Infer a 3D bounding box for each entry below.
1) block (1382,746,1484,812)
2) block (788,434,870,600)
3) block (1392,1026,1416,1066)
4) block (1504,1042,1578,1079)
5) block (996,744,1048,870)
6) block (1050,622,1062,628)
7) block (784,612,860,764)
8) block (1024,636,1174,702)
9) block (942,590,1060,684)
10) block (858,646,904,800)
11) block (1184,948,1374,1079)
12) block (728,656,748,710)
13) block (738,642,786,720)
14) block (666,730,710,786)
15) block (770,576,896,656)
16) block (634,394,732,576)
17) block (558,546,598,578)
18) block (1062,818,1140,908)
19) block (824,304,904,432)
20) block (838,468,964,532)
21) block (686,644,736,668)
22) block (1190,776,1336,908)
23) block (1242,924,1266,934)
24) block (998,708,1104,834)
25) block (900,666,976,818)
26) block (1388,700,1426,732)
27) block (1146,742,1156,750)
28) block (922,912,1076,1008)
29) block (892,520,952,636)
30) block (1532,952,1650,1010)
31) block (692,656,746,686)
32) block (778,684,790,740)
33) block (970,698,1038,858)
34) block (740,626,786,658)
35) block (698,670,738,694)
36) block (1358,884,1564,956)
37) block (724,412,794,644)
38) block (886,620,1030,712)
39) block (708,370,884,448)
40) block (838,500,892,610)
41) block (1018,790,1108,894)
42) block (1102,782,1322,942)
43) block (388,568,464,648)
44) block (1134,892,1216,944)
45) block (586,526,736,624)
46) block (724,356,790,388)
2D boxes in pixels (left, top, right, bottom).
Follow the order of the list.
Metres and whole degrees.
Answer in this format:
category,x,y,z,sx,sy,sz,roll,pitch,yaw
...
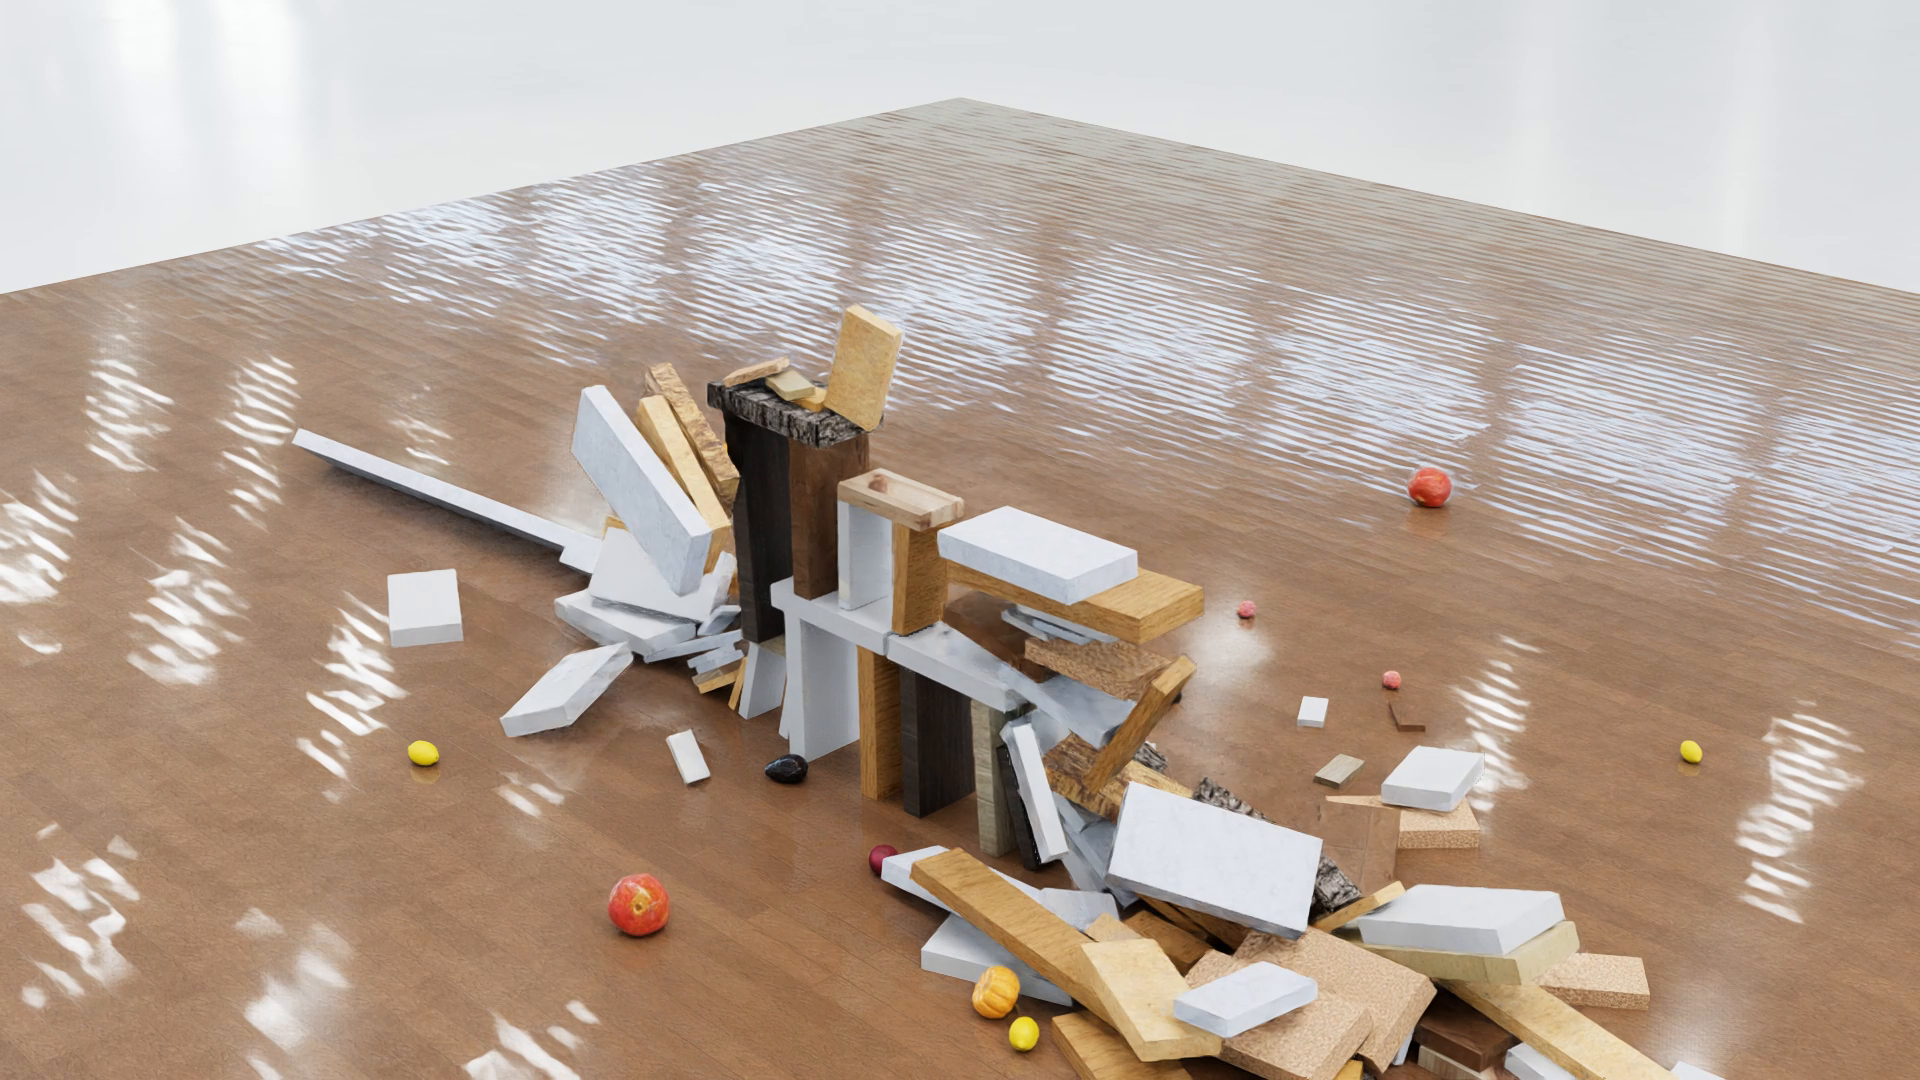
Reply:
category,x,y,z,sx,sy,sz,roll,pitch,yaw
block,0.967,0.485,4.489,0.140,0.040,0.280,5,13,25
block,-0.263,-0.065,4.483,0.049,0.345,0.172,21,31,40
block,0.694,0.815,3.731,0.023,0.081,0.163,7,13,-43
block,1.015,0.884,3.546,0.124,0.035,0.247,-14,31,-32
block,0.151,0.500,4.270,0.123,0.246,0.035,-22,13,-41
block,0.175,0.130,4.109,0.062,0.017,0.123,-19,27,-34
block,-0.286,0.287,4.651,0.048,0.338,0.169,20,30,40
block,0.254,0.221,4.054,0.128,0.036,0.256,-20,29,-39
block,0.103,0.179,4.205,0.256,0.036,0.128,32,37,32
block,-0.128,0.348,4.506,0.169,0.338,0.048,-21,30,-41
block,0.503,0.804,3.675,0.337,0.048,0.169,12,45,46
block,-0.460,0.307,4.851,0.075,0.149,0.021,-21,55,-41
block,-0.425,0.294,4.814,0.099,0.198,0.028,-21,46,-41
block,-0.566,0.454,4.584,0.054,0.015,0.108,-15,69,-31
block,-0.213,0.137,4.508,0.338,0.048,0.169,21,31,41
block,-0.573,-0.110,4.449,0.048,0.168,0.337,-15,62,-30
block,-0.827,0.096,5.369,0.296,0.042,0.148,18,-11,37
block,0.288,0.594,4.167,0.097,0.028,0.194,-24,71,-45
block,-0.190,-0.334,4.276,0.114,0.228,0.032,31,39,18
block,-0.118,-0.080,4.314,0.236,0.033,0.118,22,31,40
block,-0.559,0.260,4.934,0.068,0.019,0.136,-21,0,-27
block,0.531,0.556,3.992,0.285,0.040,0.143,33,35,9
block,0.446,0.593,3.871,0.234,0.033,0.117,21,59,1
block,0.195,0.435,4.196,0.123,0.035,0.246,-21,65,-44
block,-0.043,0.383,4.440,0.162,0.325,0.046,-21,29,-41
block,0.981,0.387,4.829,0.058,0.016,0.116,0,23,0
block,0.366,0.456,4.665,0.055,0.016,0.111,12,26,26
block,0.093,0.748,3.945,0.290,0.041,0.145,10,25,22
block,-0.074,0.062,4.328,0.118,0.236,0.033,-21,36,-40
block,1.093,0.775,3.891,0.230,0.033,0.115,3,23,8
block,-0.538,0.295,4.937,0.075,0.021,0.149,-21,0,-31
block,-0.330,0.329,4.730,0.099,0.198,0.028,-21,45,-41
block,0.104,0.439,4.306,0.046,0.325,0.162,15,27,43
block,-0.368,0.211,4.719,0.198,0.028,0.099,21,31,40
block,-0.515,0.308,4.912,0.075,0.021,0.149,-21,0,-41
block,0.839,0.636,3.696,0.158,0.045,0.315,-20,6,-34
block,-0.396,-0.046,4.639,0.049,0.505,0.172,17,28,42
block,0.027,0.237,4.301,0.325,0.046,0.162,22,31,40
block,-0.336,-0.274,4.468,0.172,0.049,0.345,-21,32,-41
block,-0.191,0.014,4.434,0.033,0.236,0.118,22,32,40
block,0.226,0.554,4.210,0.123,0.035,0.246,-22,73,-41
block,0.440,0.558,3.824,0.352,0.050,0.176,17,61,-1
block,-1.295,0.163,5.318,0.163,0.046,0.327,-6,24,-13
block,0.412,0.669,4.090,0.194,0.028,0.097,34,37,32
block,-0.696,0.085,5.132,0.336,0.168,0.048,12,-12,25
block,-0.414,-0.342,4.480,0.125,0.018,0.063,-14,14,23
